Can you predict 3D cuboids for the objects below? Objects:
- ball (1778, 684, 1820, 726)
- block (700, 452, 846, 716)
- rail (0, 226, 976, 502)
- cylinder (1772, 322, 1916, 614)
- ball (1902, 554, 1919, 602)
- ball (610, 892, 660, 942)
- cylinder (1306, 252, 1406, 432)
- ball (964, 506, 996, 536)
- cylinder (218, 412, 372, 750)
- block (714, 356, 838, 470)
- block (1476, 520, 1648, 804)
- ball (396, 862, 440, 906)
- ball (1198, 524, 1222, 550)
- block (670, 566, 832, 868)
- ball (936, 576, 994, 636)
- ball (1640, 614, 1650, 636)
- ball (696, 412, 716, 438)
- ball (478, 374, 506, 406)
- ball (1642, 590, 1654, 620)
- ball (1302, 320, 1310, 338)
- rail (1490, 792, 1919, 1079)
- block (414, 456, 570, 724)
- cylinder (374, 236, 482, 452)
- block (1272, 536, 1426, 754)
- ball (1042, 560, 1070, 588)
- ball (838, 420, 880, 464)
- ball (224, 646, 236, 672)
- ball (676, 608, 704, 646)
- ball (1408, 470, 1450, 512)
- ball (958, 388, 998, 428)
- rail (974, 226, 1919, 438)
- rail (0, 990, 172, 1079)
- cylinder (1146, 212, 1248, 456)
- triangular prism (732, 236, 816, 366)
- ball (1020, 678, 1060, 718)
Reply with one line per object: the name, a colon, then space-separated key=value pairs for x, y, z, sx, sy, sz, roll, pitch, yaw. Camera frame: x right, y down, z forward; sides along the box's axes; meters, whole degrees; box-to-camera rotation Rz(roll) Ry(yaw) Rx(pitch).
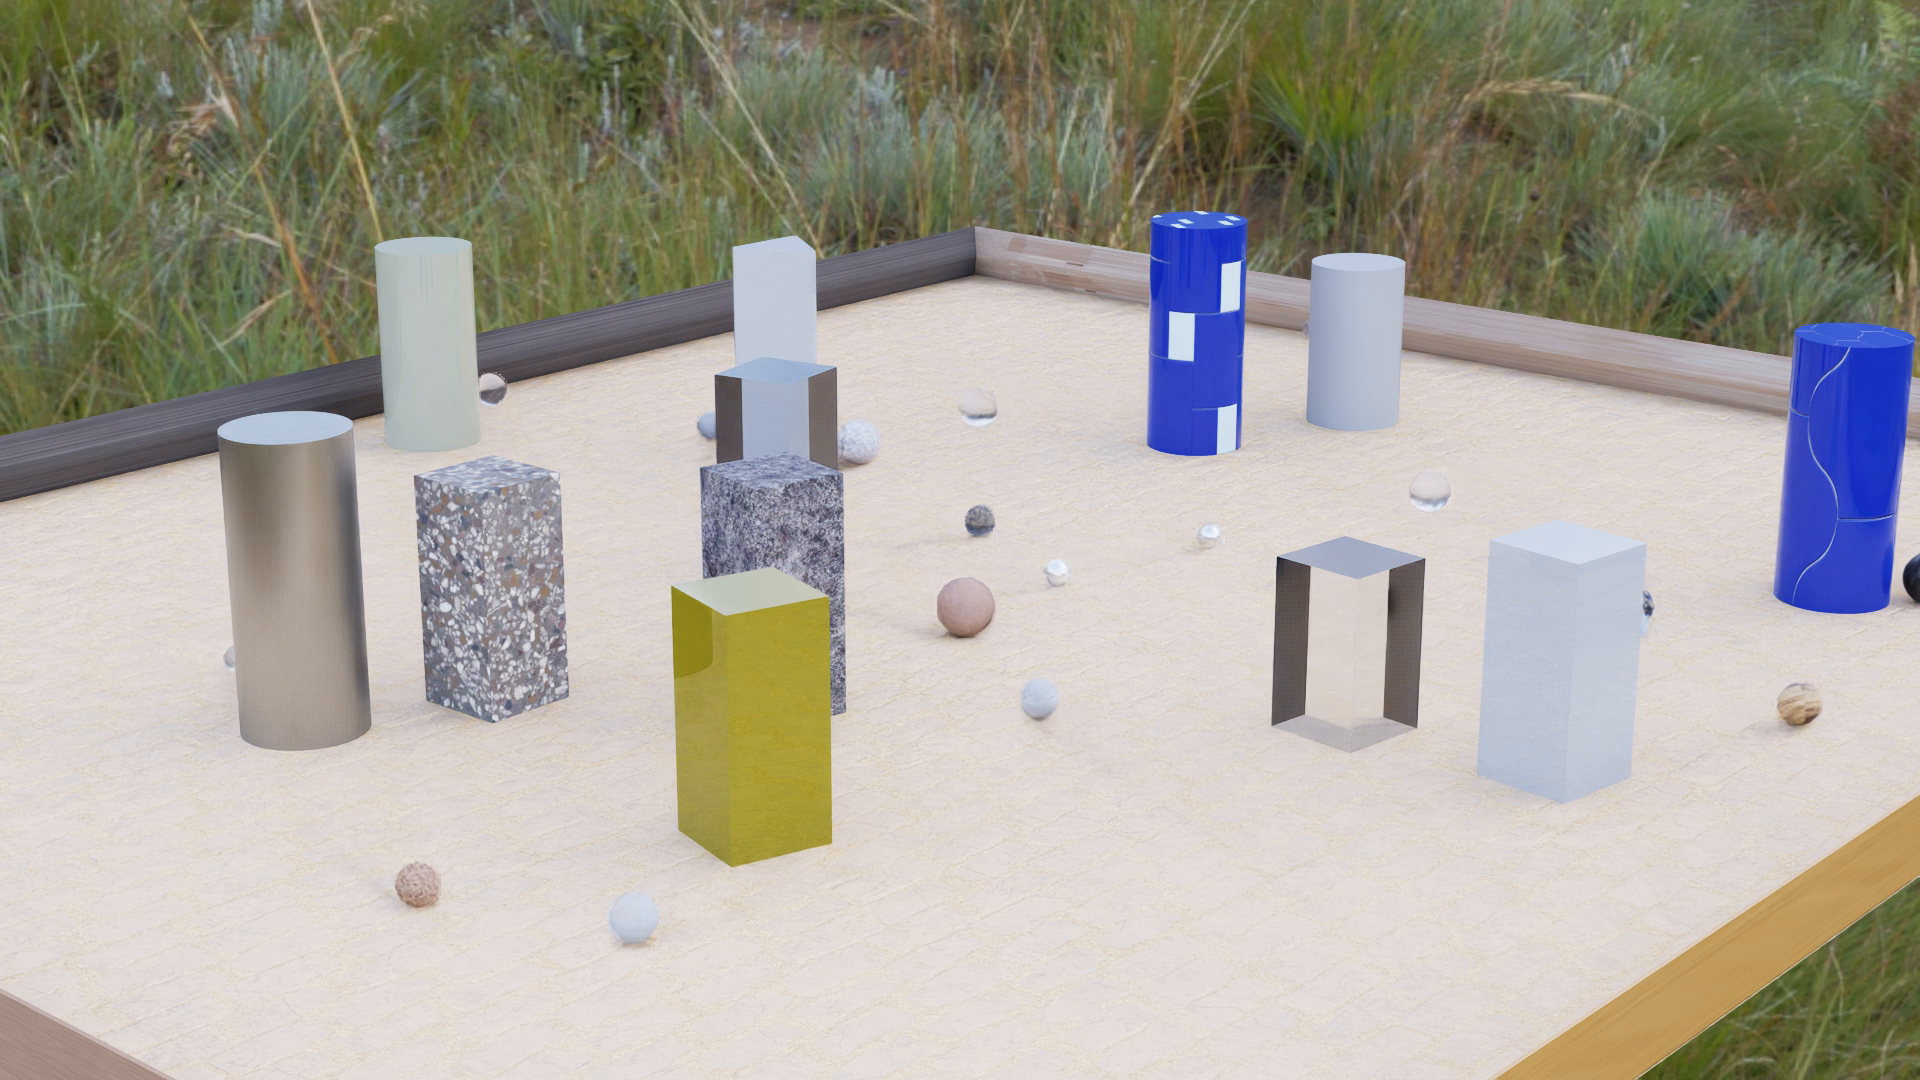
ball: x=1.288 y=0.252 z=4.503 sx=0.065 sy=0.065 sz=0.065 roll=0 pitch=17 yaw=0
block: x=-0.287 y=0.079 z=4.522 sx=0.158 sy=0.386 sz=0.158 roll=-12 pitch=21 yaw=-35
rail: x=-1.334 y=-0.302 z=6.229 sx=0.045 sy=0.128 sz=4.242 roll=14 pitch=22 yaw=39
cylinder: x=1.523 y=-0.125 z=5.058 sx=0.198 sy=0.467 sz=0.198 roll=0 pitch=17 yaw=0
ball: x=1.680 y=0.066 z=5.073 sx=0.093 sy=0.093 sz=0.093 roll=0 pitch=17 yaw=0
ball: x=-0.416 y=0.482 z=3.743 sx=0.064 sy=0.064 sz=0.064 roll=0 pitch=17 yaw=0
cylinder: x=0.845 y=-0.424 z=6.265 sx=0.198 sy=0.344 sz=0.198 roll=0 pitch=17 yaw=0
ball: x=0.037 y=-0.035 z=5.470 sx=0.058 sy=0.058 sz=0.058 roll=0 pitch=17 yaw=0
cylinder: x=-1.003 y=0.061 z=4.427 sx=0.198 sy=0.476 sz=0.198 roll=0 pitch=17 yaw=0
block: x=-0.329 y=-0.135 z=5.291 sx=0.158 sy=0.351 sz=0.158 roll=9 pitch=19 yaw=29
block: x=0.871 y=0.174 z=4.252 sx=0.158 sy=0.359 sz=0.158 roll=-14 pitch=22 yaw=-39
ball: x=-0.712 y=0.452 z=3.851 sx=0.058 sy=0.058 sz=0.058 roll=0 pitch=17 yaw=0
ball: x=0.460 y=-0.006 z=5.393 sx=0.046 sy=0.046 sz=0.046 roll=0 pitch=17 yaw=0
block: x=-0.286 y=0.241 z=4.030 sx=0.158 sy=0.360 sz=0.158 roll=-10 pitch=20 yaw=-31
ball: x=0.009 y=0.111 z=4.912 sx=0.099 sy=0.099 sz=0.099 roll=0 pitch=17 yaw=0
ball: x=1.129 y=0.142 z=4.904 sx=0.045 sy=0.045 sz=0.045 roll=0 pitch=17 yaw=0
ball: x=-0.524 y=-0.241 z=6.153 sx=0.056 sy=0.056 sz=0.056 roll=0 pitch=17 yaw=0
ball: x=-1.030 y=-0.329 z=6.423 sx=0.071 sy=0.071 sz=0.071 roll=0 pitch=17 yaw=0
ball: x=1.141 y=0.111 z=4.965 sx=0.068 sy=0.068 sz=0.068 roll=0 pitch=17 yaw=0
ball: x=0.846 y=-0.508 z=7.058 sx=0.046 sy=0.046 sz=0.046 roll=0 pitch=17 yaw=0
rail: x=1.334 y=0.366 z=4.011 sx=0.045 sy=0.128 sz=4.242 roll=14 pitch=22 yaw=39
block: x=-0.729 y=0.074 z=4.569 sx=0.158 sy=0.368 sz=0.158 roll=14 pitch=22 yaw=39
cylinder: x=-1.104 y=-0.407 z=6.088 sx=0.198 sy=0.413 sz=0.198 roll=0 pitch=17 yaw=0
block: x=0.589 y=0.157 z=4.459 sx=0.158 sy=0.273 sz=0.158 roll=-15 pitch=22 yaw=-40
ball: x=0.170 y=0.059 z=5.173 sx=0.049 sy=0.049 sz=0.049 roll=0 pitch=17 yaw=0
ball: x=-0.209 y=-0.199 z=5.957 sx=0.090 sy=0.090 sz=0.090 roll=0 pitch=17 yaw=0
ball: x=-1.169 y=0.191 z=4.742 sx=0.043 sy=0.043 sz=0.043 roll=0 pitch=17 yaw=0
ball: x=-0.439 y=0.145 z=4.861 sx=0.064 sy=0.064 sz=0.064 roll=0 pitch=17 yaw=0
ball: x=0.901 y=-0.093 z=5.623 sx=0.080 sy=0.080 sz=0.080 roll=0 pitch=17 yaw=0
ball: x=0.039 y=-0.282 z=6.244 sx=0.083 sy=0.083 sz=0.083 roll=0 pitch=17 yaw=0
rail: x=1.375 y=-0.425 z=6.636 sx=3.581 sy=0.128 sz=0.045 roll=14 pitch=22 yaw=39
rail: x=-1.375 y=0.489 z=3.604 sx=3.581 sy=0.128 sz=0.045 roll=14 pitch=22 yaw=39
cylinder: x=0.488 y=-0.427 z=6.052 sx=0.198 sy=0.472 sz=0.198 roll=0 pitch=17 yaw=0
triangular prism: x=-0.355 y=-0.390 z=5.982 sx=0.171 sy=0.440 sz=0.148 roll=4 pitch=17 yaw=13
ball: x=0.123 y=0.245 z=4.533 sx=0.061 sy=0.061 sz=0.061 roll=0 pitch=17 yaw=0
